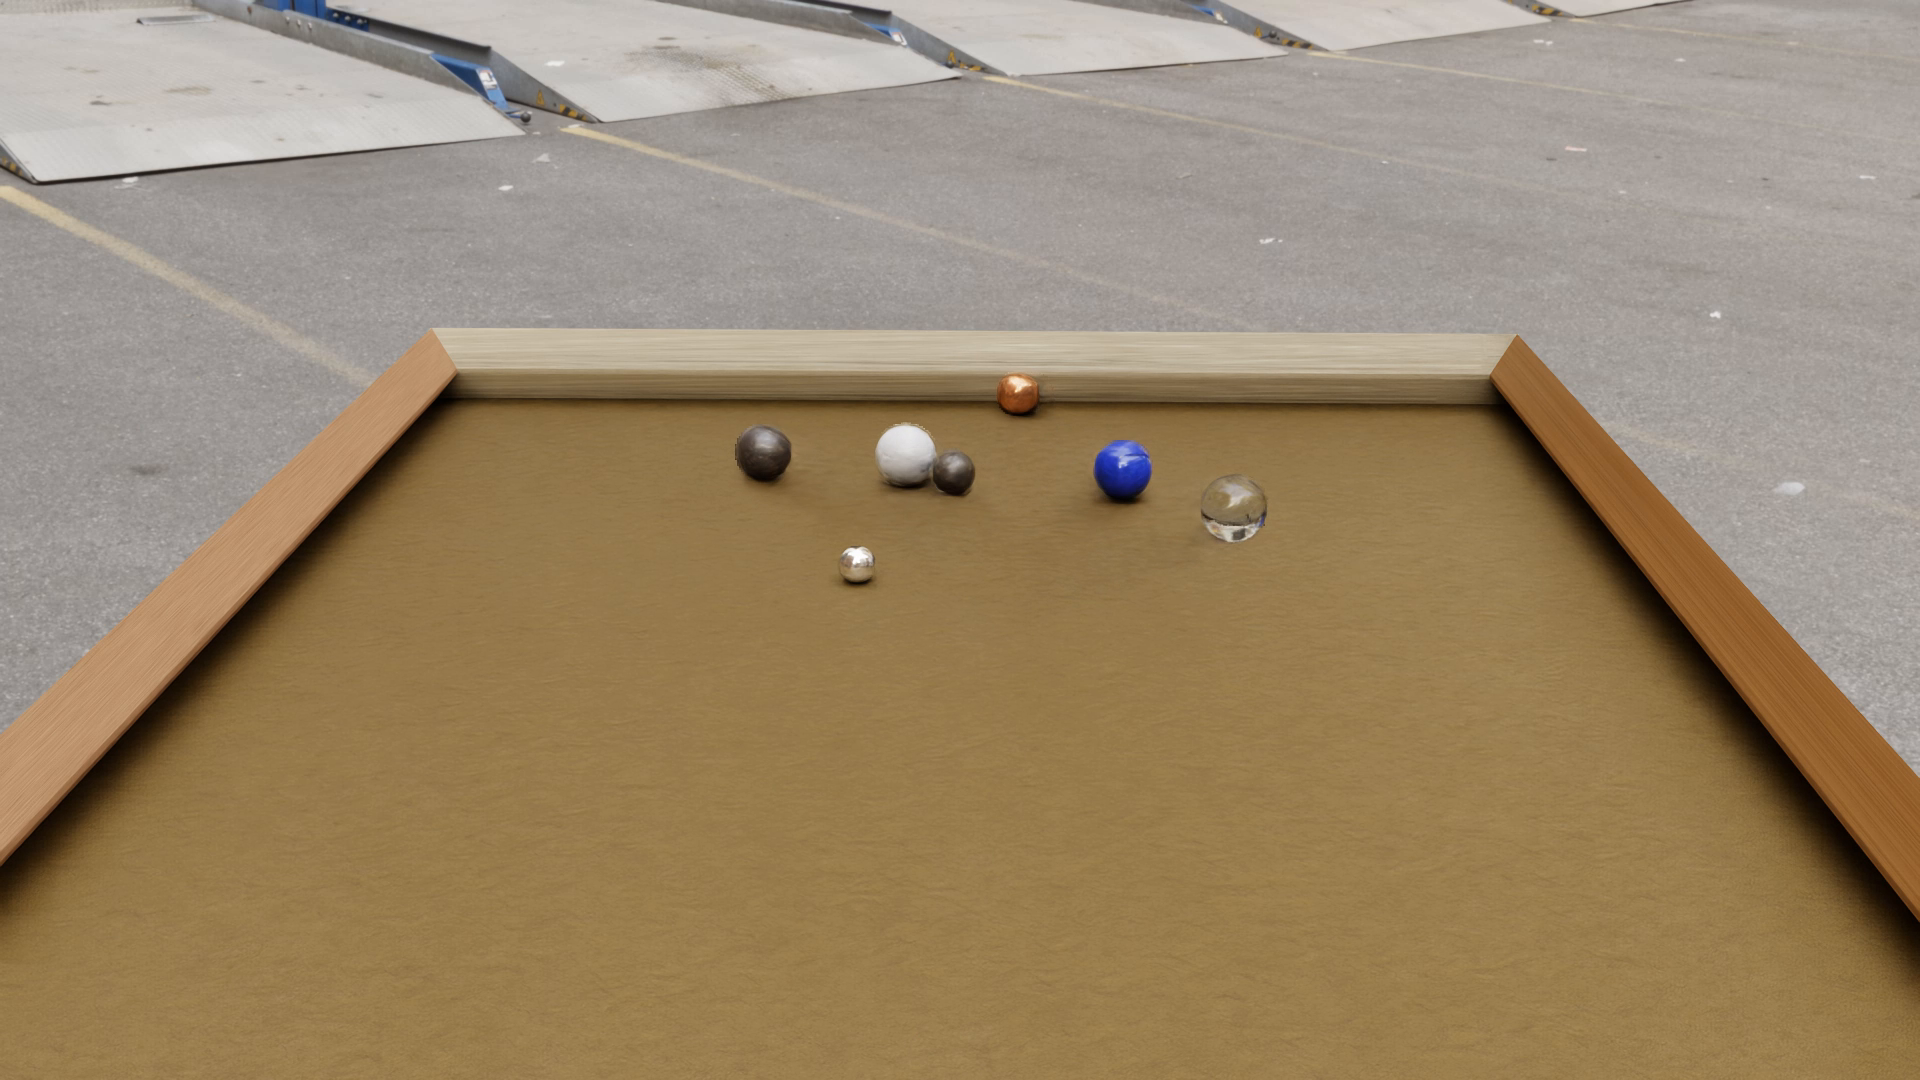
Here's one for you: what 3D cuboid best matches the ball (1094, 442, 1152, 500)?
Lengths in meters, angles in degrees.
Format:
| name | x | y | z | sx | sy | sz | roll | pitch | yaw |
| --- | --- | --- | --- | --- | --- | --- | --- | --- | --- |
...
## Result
| name | x | y | z | sx | sy | sz | roll | pitch | yaw |
| --- | --- | --- | --- | --- | --- | --- | --- | --- | --- |
| ball | 0.202 | -0.086 | 2.725 | 0.072 | 0.072 | 0.072 | 0 | 19 | 0 |

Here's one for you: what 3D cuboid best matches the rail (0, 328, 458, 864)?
| name | x | y | z | sx | sy | sz | roll | pitch | yaw |
| --- | --- | --- | --- | --- | --- | --- | --- | --- | --- |
| rail | -0.768 | 0.208 | 1.827 | 0.045 | 0.102 | 2.833 | 0 | 19 | 1 |

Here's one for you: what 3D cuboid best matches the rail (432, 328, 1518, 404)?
| name | x | y | z | sx | sy | sz | roll | pitch | yaw |
| --- | --- | --- | --- | --- | --- | --- | --- | --- | --- |
| rail | 0.016 | -0.242 | 3.127 | 1.550 | 0.102 | 0.045 | 0 | 19 | 1 |

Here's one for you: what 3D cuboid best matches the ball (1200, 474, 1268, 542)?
| name | x | y | z | sx | sy | sz | roll | pitch | yaw |
| --- | --- | --- | --- | --- | --- | --- | --- | --- | --- |
| ball | 0.320 | -0.037 | 2.574 | 0.078 | 0.078 | 0.078 | 0 | 19 | 0 |

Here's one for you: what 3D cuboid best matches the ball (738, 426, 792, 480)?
| name | x | y | z | sx | sy | sz | roll | pitch | yaw |
| --- | --- | --- | --- | --- | --- | --- | --- | --- | --- |
| ball | -0.249 | -0.111 | 2.802 | 0.069 | 0.069 | 0.069 | 0 | 19 | 0 |

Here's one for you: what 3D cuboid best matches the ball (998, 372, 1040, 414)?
| name | x | y | z | sx | sy | sz | roll | pitch | yaw |
| --- | --- | --- | --- | --- | --- | --- | --- | --- | --- |
| ball | 0.083 | -0.206 | 3.091 | 0.058 | 0.058 | 0.058 | 0 | 19 | 0 |

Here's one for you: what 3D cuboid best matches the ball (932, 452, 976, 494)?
| name | x | y | z | sx | sy | sz | roll | pitch | yaw |
| --- | --- | --- | --- | --- | --- | --- | --- | --- | --- |
| ball | -0.008 | -0.084 | 2.746 | 0.054 | 0.054 | 0.054 | 0 | 19 | 0 |

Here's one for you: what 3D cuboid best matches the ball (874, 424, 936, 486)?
| name | x | y | z | sx | sy | sz | roll | pitch | yaw |
| --- | --- | --- | --- | --- | --- | --- | --- | --- | --- |
| ball | -0.069 | -0.106 | 2.775 | 0.078 | 0.078 | 0.078 | 0 | 19 | 0 |

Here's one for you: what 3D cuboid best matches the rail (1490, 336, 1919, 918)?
| name | x | y | z | sx | sy | sz | roll | pitch | yaw |
| --- | --- | --- | --- | --- | --- | --- | --- | --- | --- |
| rail | 0.735 | 0.220 | 1.794 | 0.045 | 0.102 | 2.833 | 0 | 19 | 1 |

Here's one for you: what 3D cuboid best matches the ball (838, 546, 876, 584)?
| name | x | y | z | sx | sy | sz | roll | pitch | yaw |
| --- | --- | --- | --- | --- | --- | --- | --- | --- | --- |
| ball | -0.114 | 0.027 | 2.445 | 0.042 | 0.042 | 0.042 | 0 | 19 | 0 |
